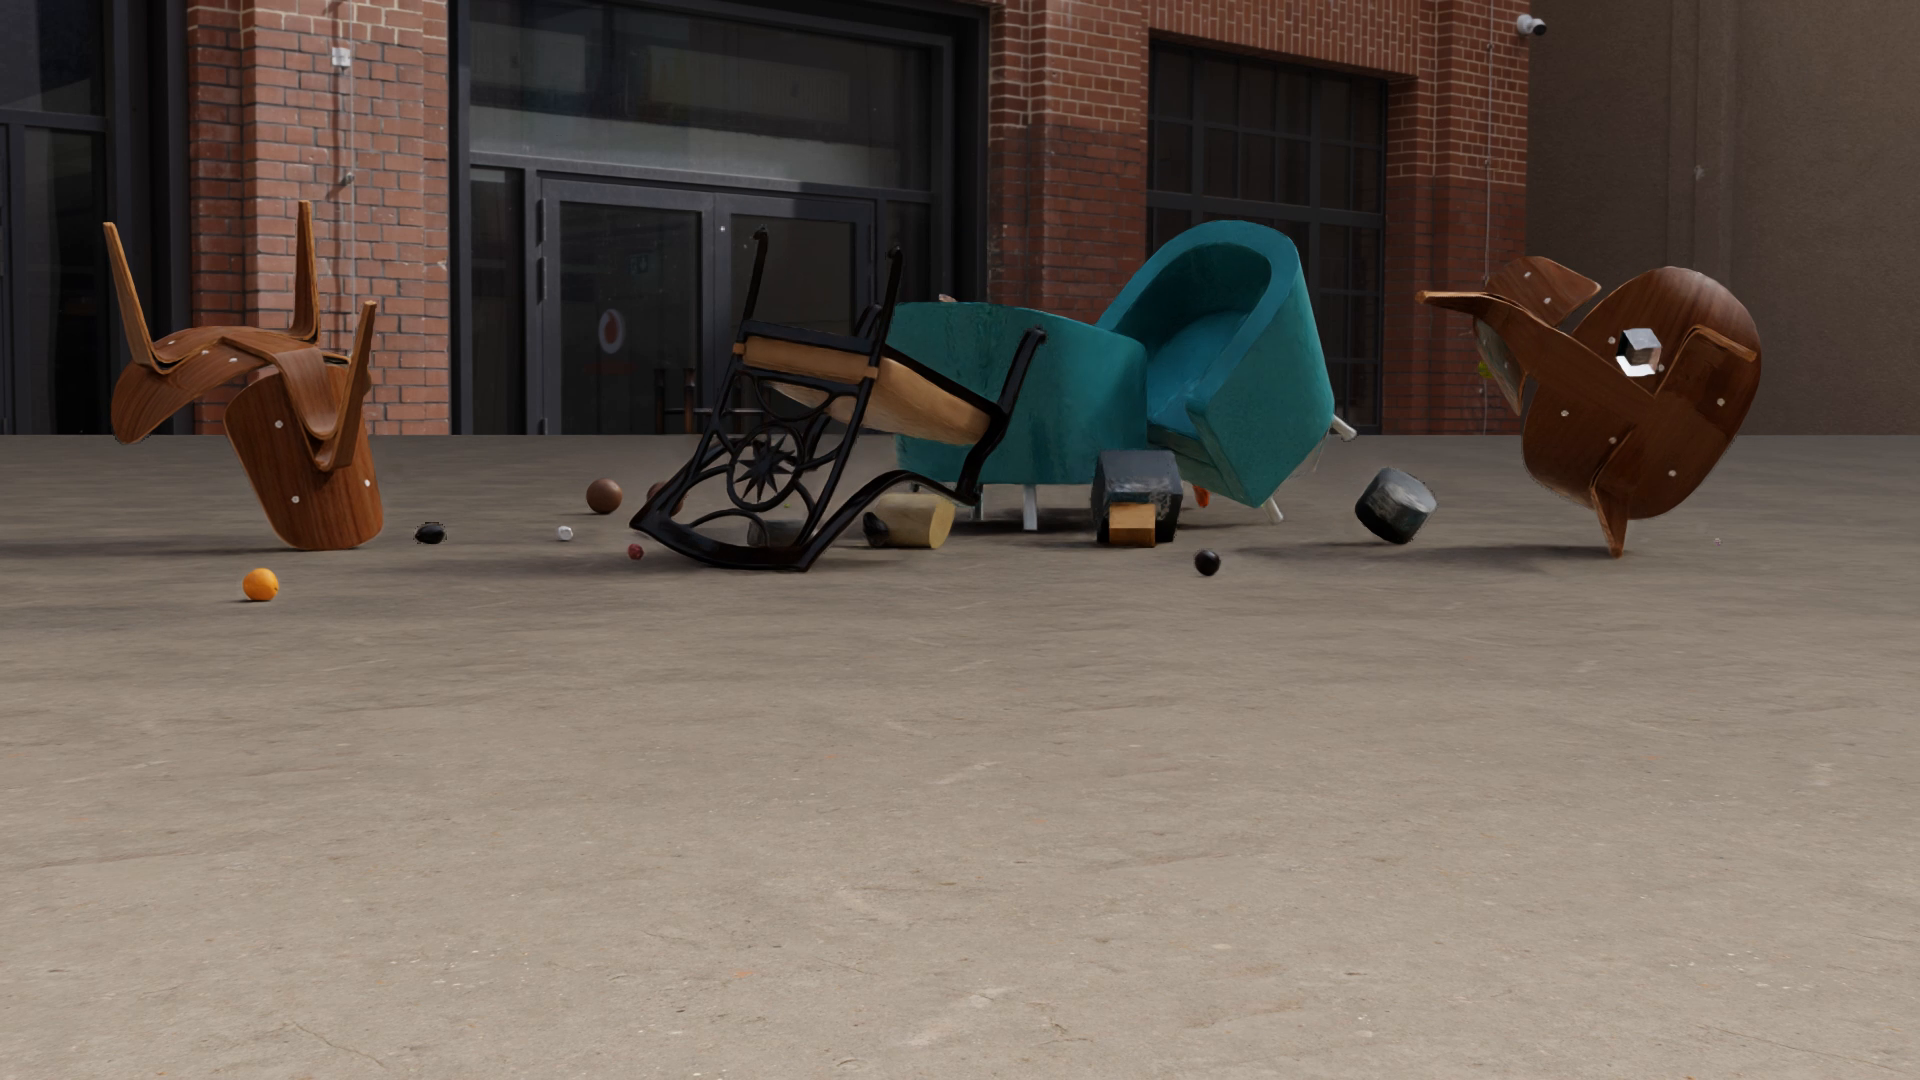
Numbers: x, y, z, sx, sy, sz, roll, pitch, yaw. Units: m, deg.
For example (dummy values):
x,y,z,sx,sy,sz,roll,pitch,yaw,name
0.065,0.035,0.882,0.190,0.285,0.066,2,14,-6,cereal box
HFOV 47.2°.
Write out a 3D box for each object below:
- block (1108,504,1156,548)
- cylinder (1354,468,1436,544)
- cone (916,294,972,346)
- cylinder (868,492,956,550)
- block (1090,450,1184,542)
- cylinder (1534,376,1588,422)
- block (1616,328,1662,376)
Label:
x,y,z,sx,sy,sz,roll,pitch,yaw,name
0.491,-0.042,6.264,0.129,0.071,0.109,1,42,7,block
1.262,-0.098,6.374,0.194,0.131,0.170,26,36,-7,cylinder
-0.090,-0.798,8.250,0.176,0.119,0.224,25,-55,-39,cone
-0.136,-0.055,6.243,0.193,0.107,0.194,2,46,27,cylinder
0.512,-0.127,6.407,0.219,0.197,0.183,1,44,-8,block
1.857,-0.435,6.790,0.149,0.075,0.126,-20,26,17,cylinder
1.517,-0.420,4.914,0.064,0.077,0.072,-6,43,-7,block
